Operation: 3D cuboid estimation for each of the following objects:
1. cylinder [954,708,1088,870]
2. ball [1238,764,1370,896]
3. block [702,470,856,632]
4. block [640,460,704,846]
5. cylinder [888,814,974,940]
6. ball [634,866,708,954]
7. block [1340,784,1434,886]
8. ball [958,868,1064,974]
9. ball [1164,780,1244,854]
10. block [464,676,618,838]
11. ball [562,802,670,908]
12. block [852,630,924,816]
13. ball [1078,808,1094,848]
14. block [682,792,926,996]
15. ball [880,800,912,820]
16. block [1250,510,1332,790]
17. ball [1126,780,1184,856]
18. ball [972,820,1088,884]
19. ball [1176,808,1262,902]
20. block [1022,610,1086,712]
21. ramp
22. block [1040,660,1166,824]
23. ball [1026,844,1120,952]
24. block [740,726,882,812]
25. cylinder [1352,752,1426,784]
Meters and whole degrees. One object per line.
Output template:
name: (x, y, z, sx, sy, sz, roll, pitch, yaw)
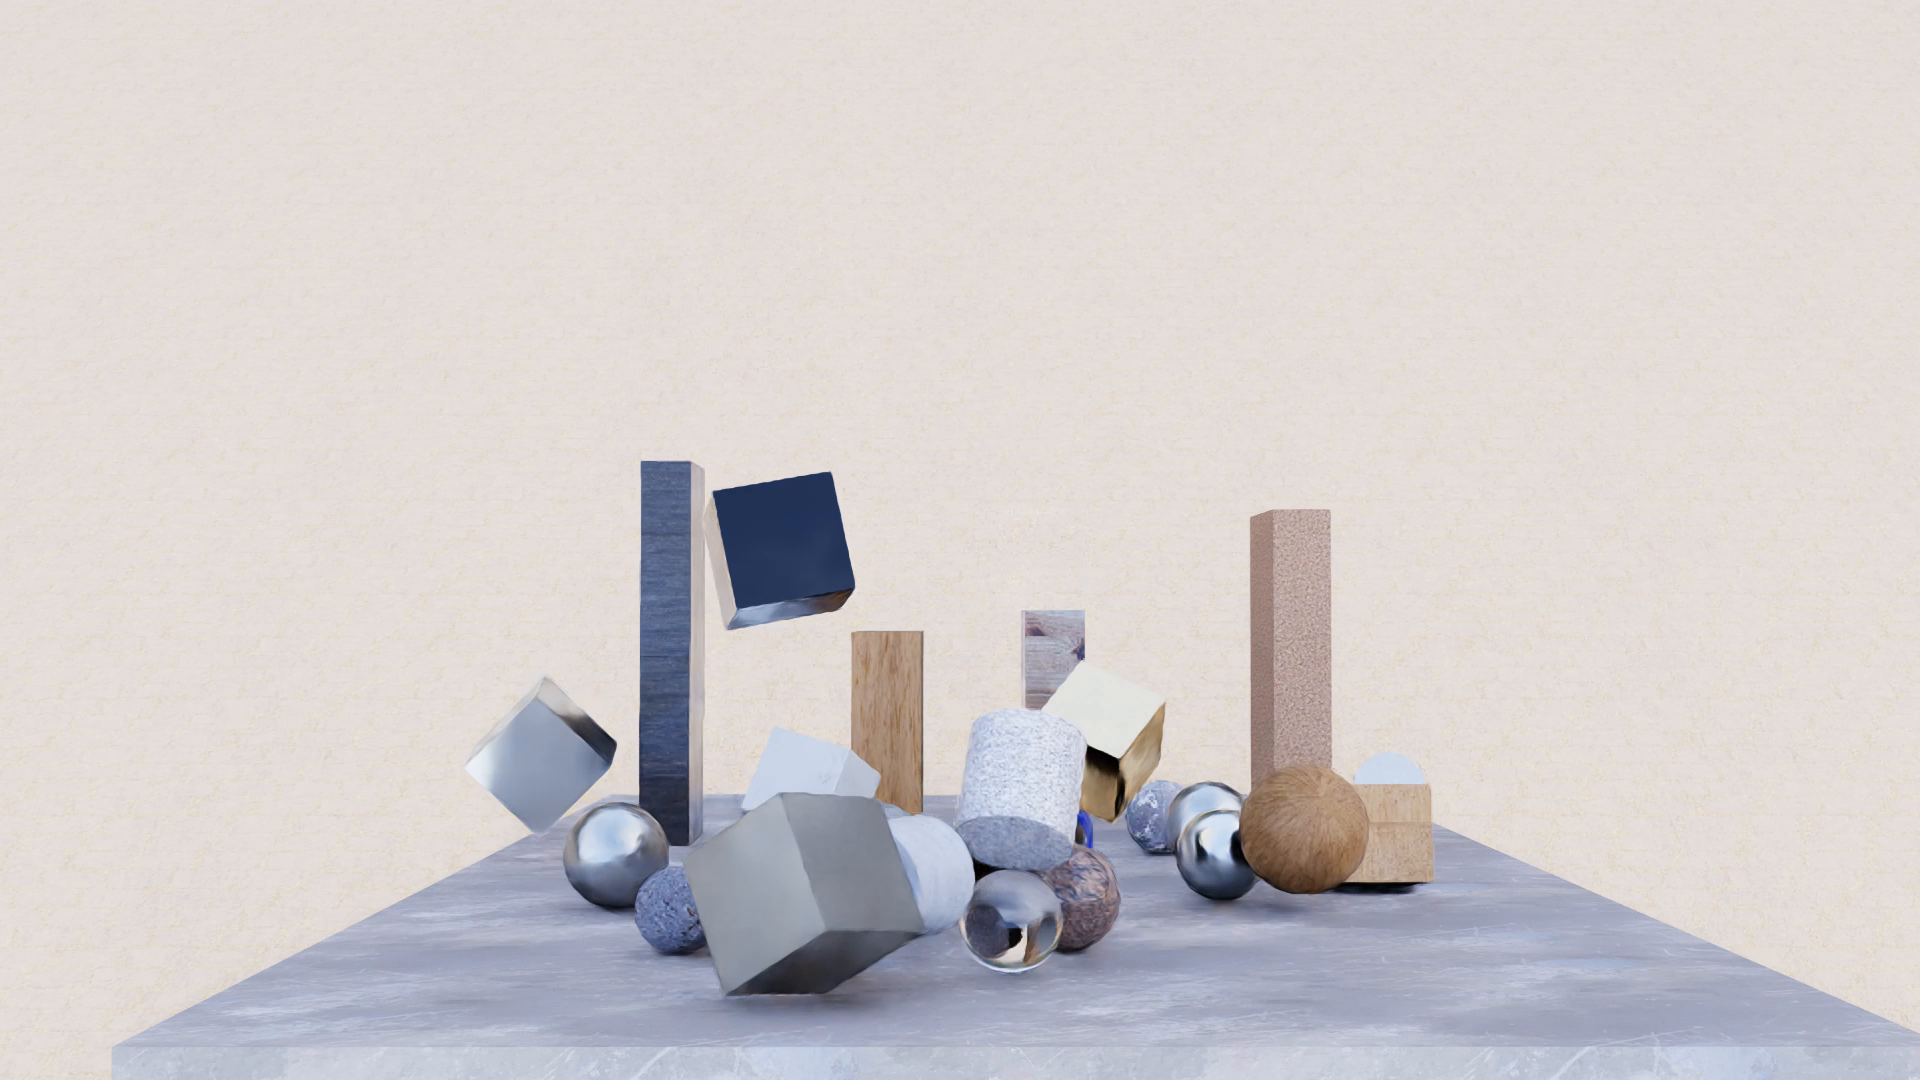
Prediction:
cylinder: (0.082, 0.336, 3.491, 0.160, 0.160, 0.160, 5, 57, 7)
ball: (0.551, 0.464, 4.158, 0.209, 0.209, 0.209, 0, 35, 0)
block: (-0.205, 0.014, 2.916, 0.134, 0.134, 0.134, -10, 80, -13)
block: (-0.605, 0.236, 5.472, 0.103, 0.789, 0.297, 0, -2, 0)
cylinder: (-0.086, 0.437, 3.326, 0.158, 0.158, 0.158, 19, 7, 25)
ball: (-0.390, 0.513, 3.602, 0.123, 0.123, 0.123, 0, 35, 0)
block: (0.709, 0.506, 4.454, 0.165, 0.165, 0.165, 0, -9, -2)
ball: (0.067, 0.500, 3.406, 0.137, 0.137, 0.137, 0, 35, 0)
ball: (0.460, 0.528, 4.797, 0.164, 0.164, 0.164, 0, 35, 0)
block: (-0.811, 0.418, 5.043, 0.197, 0.197, 0.197, -45, 9, 4)
ball: (-0.552, 0.506, 4.171, 0.170, 0.170, 0.170, 0, 35, 0)
block: (-0.109, 0.363, 3.988, 0.103, 0.446, 0.265, 0, -2, 0)
ball: (0.142, 0.512, 4.497, 0.178, 0.178, 0.178, 0, 35, 0)
block: (-0.190, 0.430, 3.143, 0.180, 0.180, 0.180, 11, 51, -50)
ball: (-0.134, 0.477, 3.751, 0.203, 0.203, 0.203, 0, 35, 0)
block: (0.678, 0.285, 5.343, 0.114, 0.681, 0.413, 0, -2, 0)
ball: (0.399, 0.546, 5.107, 0.146, 0.146, 0.146, 0, 35, 0)
ball: (0.100, 0.487, 4.030, 0.200, 0.200, 0.200, 0, 35, 0)
ball: (0.432, 0.519, 4.282, 0.152, 0.152, 0.152, 0, 35, 0)
block: (0.209, 0.400, 5.901, 0.131, 0.484, 0.387, 0, -2, 0)
ramp: (0.077, 0.661, 4.822, 2.000, 0.100, 4.000, 0, -2, 0)
block: (0.221, 0.325, 4.176, 0.156, 0.156, 0.156, 23, 47, 22)
ball: (0.149, 0.500, 3.640, 0.152, 0.152, 0.152, 0, 35, 0)
block: (-0.195, 0.331, 3.412, 0.116, 0.116, 0.116, 15, 74, 25)
cylinder: (0.844, 0.503, 5.133, 0.141, 0.141, 0.141, -1, 74, 4)
